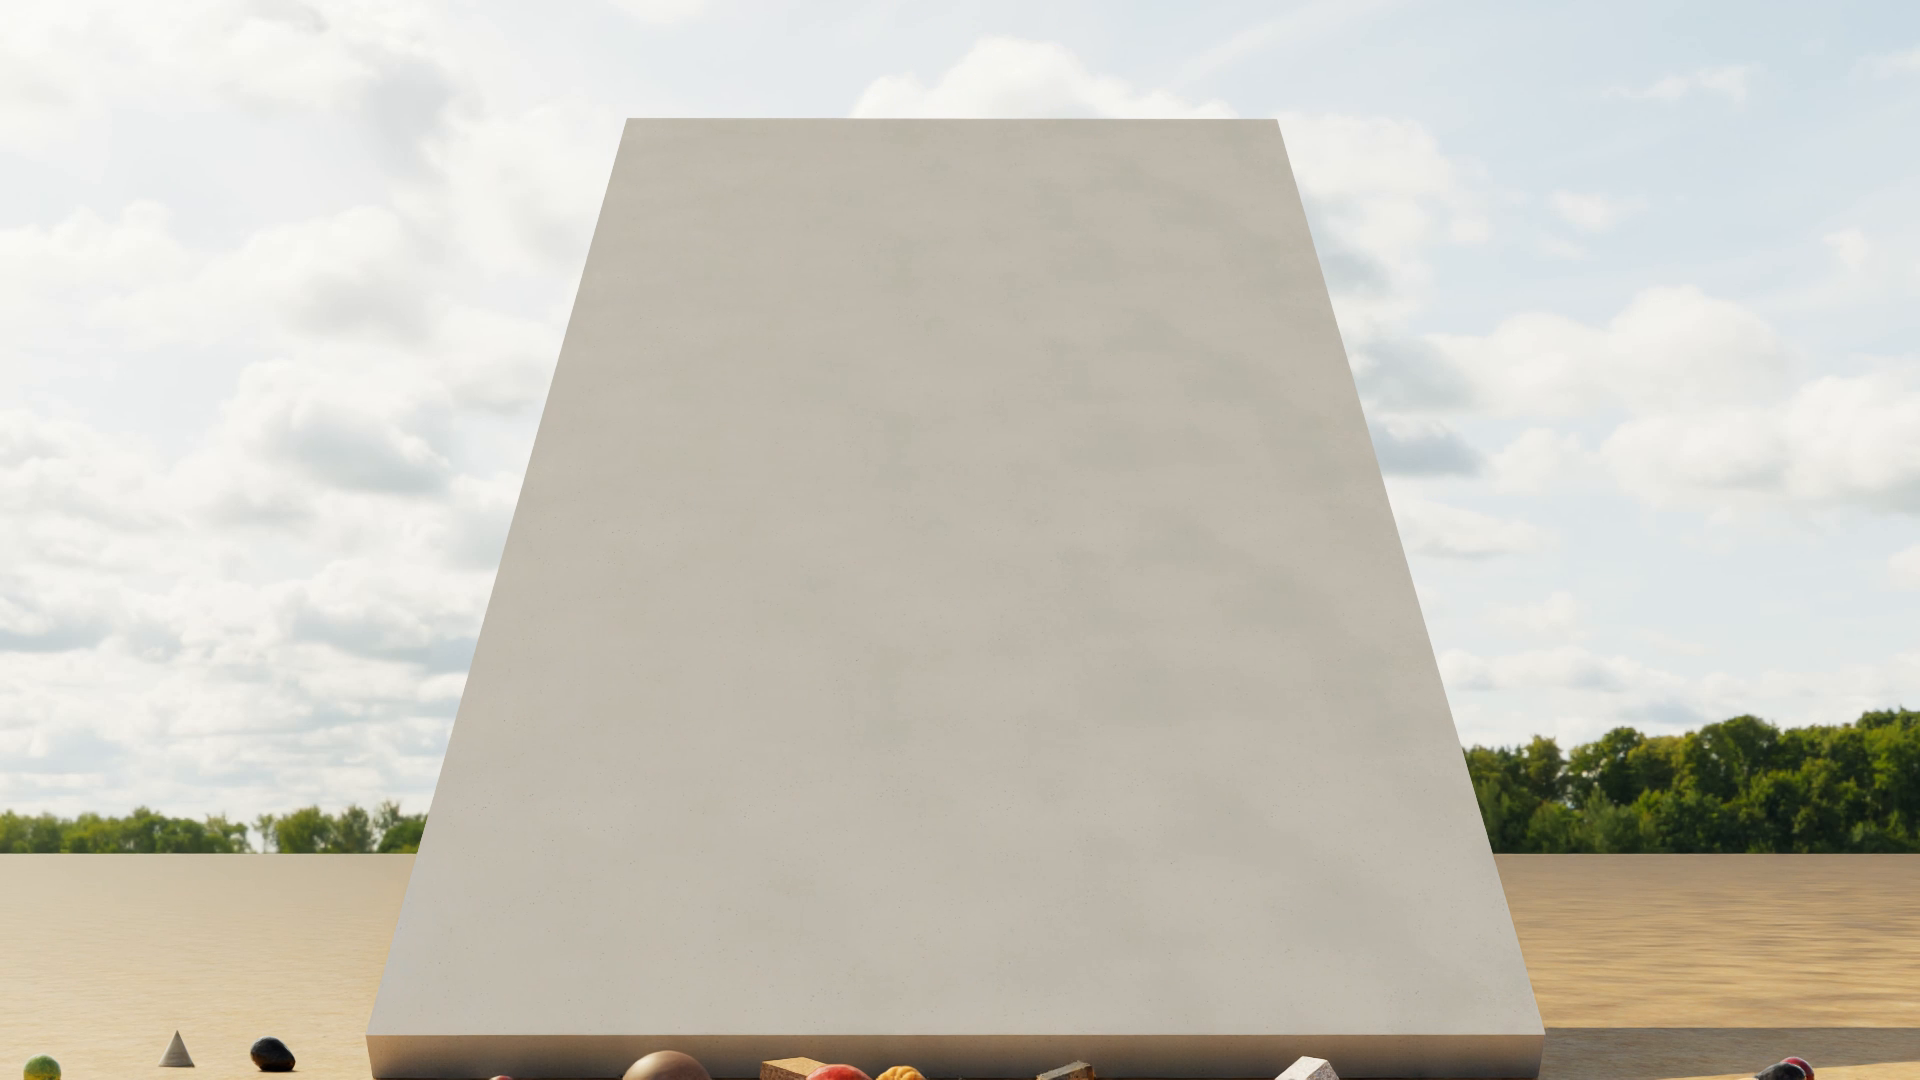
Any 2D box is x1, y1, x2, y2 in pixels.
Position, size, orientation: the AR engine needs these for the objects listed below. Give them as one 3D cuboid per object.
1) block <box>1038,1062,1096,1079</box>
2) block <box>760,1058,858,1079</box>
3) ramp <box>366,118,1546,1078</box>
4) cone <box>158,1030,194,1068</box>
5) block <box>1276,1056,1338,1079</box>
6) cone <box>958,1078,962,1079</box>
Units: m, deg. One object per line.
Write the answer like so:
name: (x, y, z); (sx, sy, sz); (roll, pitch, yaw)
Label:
block: (0.159, 0.796, 3.529); (0.067, 0.067, 0.067); (-16, -3, -14)
block: (-0.209, 0.753, 3.282); (0.092, 0.092, 0.092); (9, -1, 33)
ramp: (-0.015, -0.187, 5.869); (2.000, 0.100, 4.000); (0, 32, 0)
cone: (-1.421, 0.920, 4.442); (0.065, 0.065, 0.065); (0, -7, 0)
block: (0.491, 0.778, 3.443); (0.070, 0.070, 0.070); (-34, 6, -21)
cone: (0.000, 0.793, 3.453); (0.072, 0.072, 0.072); (0, -7, 0)
